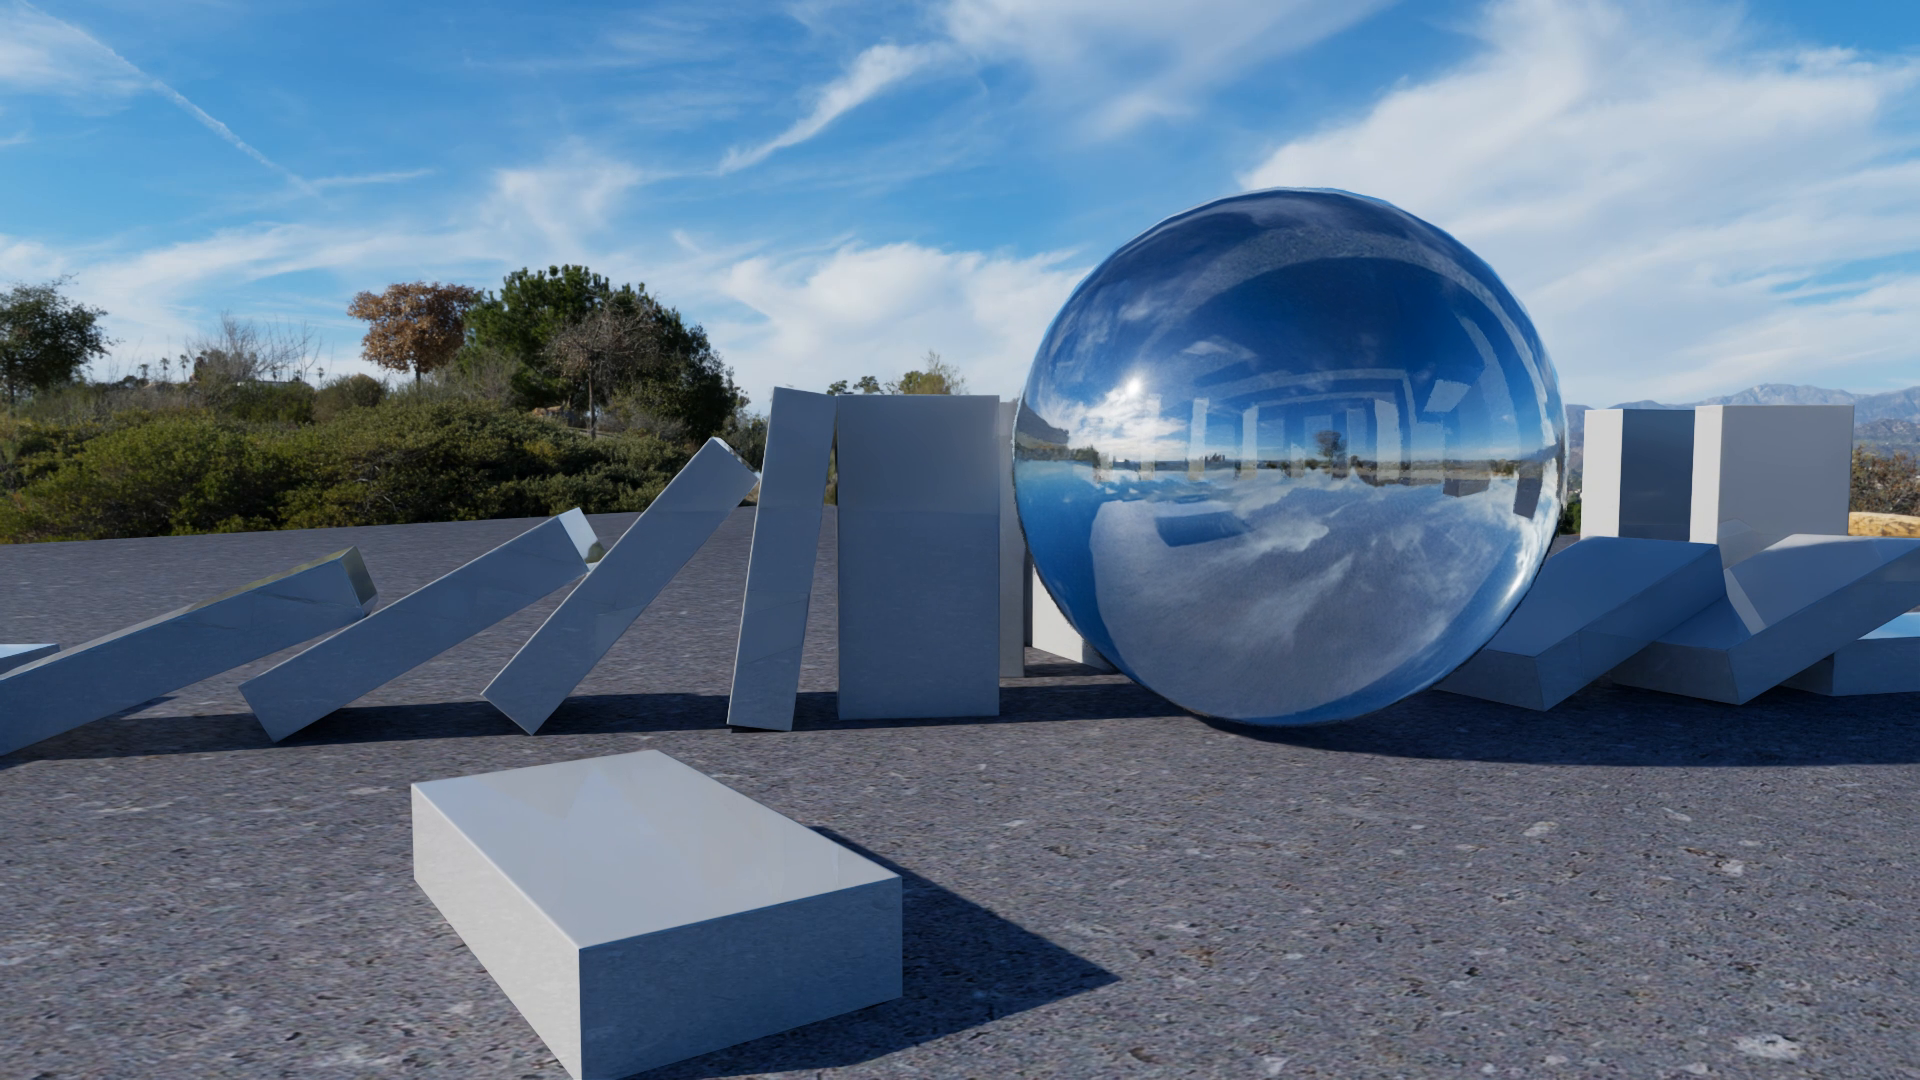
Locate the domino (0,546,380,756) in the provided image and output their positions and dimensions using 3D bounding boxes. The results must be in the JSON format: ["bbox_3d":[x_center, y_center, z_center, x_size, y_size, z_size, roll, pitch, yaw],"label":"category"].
[{"bbox_3d":[-0.114,0.015,0.190,0.050,0.010,0.025,-23,11,-17],"label":"domino"}]

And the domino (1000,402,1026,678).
[{"bbox_3d":[-0.001,0.000,0.236,0.025,0.050,0.010,0,4,-1],"label":"domino"}]

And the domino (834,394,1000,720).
[{"bbox_3d":[-0.007,0.002,0.202,0.025,0.050,0.009,-1,4,-8],"label":"domino"}]

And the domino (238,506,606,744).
[{"bbox_3d":[-0.080,0.012,0.196,0.050,0.009,0.025,-29,8,-6],"label":"domino"}]

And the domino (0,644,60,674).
[{"bbox_3d":[-0.160,0.024,0.187,0.025,0.010,0.050,0,4,-5],"label":"domino"}]

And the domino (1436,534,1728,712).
[{"bbox_3d":[0.107,0.013,0.224,0.050,0.009,0.025,-23,14,-25],"label":"domino"}]

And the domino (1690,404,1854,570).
[{"bbox_3d":[0.159,-0.001,0.253,0.025,0.050,0.010,0,4,2],"label":"domino"}]

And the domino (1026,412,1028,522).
[{"bbox_3d":[0.003,-0.005,0.307,0.025,0.050,0.010,1,4,10],"label":"domino"}]

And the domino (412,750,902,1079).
[{"bbox_3d":[-0.029,0.029,0.112,0.025,0.010,0.050,-3,5,-35],"label":"domino"}]

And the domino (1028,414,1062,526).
[{"bbox_3d":[0.013,-0.008,0.341,0.025,0.050,0.010,2,5,28],"label":"domino"}]

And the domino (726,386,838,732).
[{"bbox_3d":[-0.028,0.002,0.200,0.010,0.050,0.025,8,3,-8],"label":"domino"}]

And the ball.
[{"bbox_3d":[0.048,-0.012,0.193,0.080,0.080,0.080,0,4,0],"label":"ball"}]

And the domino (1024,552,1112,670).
[{"bbox_3d":[0.022,0.010,0.266,0.010,0.025,0.050,-2,5,-23],"label":"domino"}]

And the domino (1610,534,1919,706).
[{"bbox_3d":[0.141,0.013,0.224,0.050,0.009,0.025,-22,9,-18],"label":"domino"}]

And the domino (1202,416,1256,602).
[{"bbox_3d":[0.075,-0.009,0.358,0.009,0.050,0.025,2,5,22],"label":"domino"}]

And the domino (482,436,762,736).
[{"bbox_3d":[-0.051,0.006,0.200,0.010,0.050,0.025,42,-2,-9],"label":"domino"}]

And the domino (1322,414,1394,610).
[{"bbox_3d":[0.106,-0.008,0.341,0.010,0.050,0.025,3,5,36],"label":"domino"}]

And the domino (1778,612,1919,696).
[{"bbox_3d":[0.168,0.020,0.234,0.050,0.010,0.025,-1,4,-14],"label":"domino"}]

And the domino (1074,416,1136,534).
[{"bbox_3d":[0.040,-0.010,0.362,0.009,0.050,0.025,-1,4,-13],"label":"domino"}]

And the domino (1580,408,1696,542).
[{"bbox_3d":[0.152,-0.004,0.287,0.025,0.050,0.010,-2,5,-25],"label":"domino"}]

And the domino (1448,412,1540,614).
[{"bbox_3d":[0.132,-0.006,0.316,0.025,0.050,0.010,-4,6,-41],"label":"domino"}]
